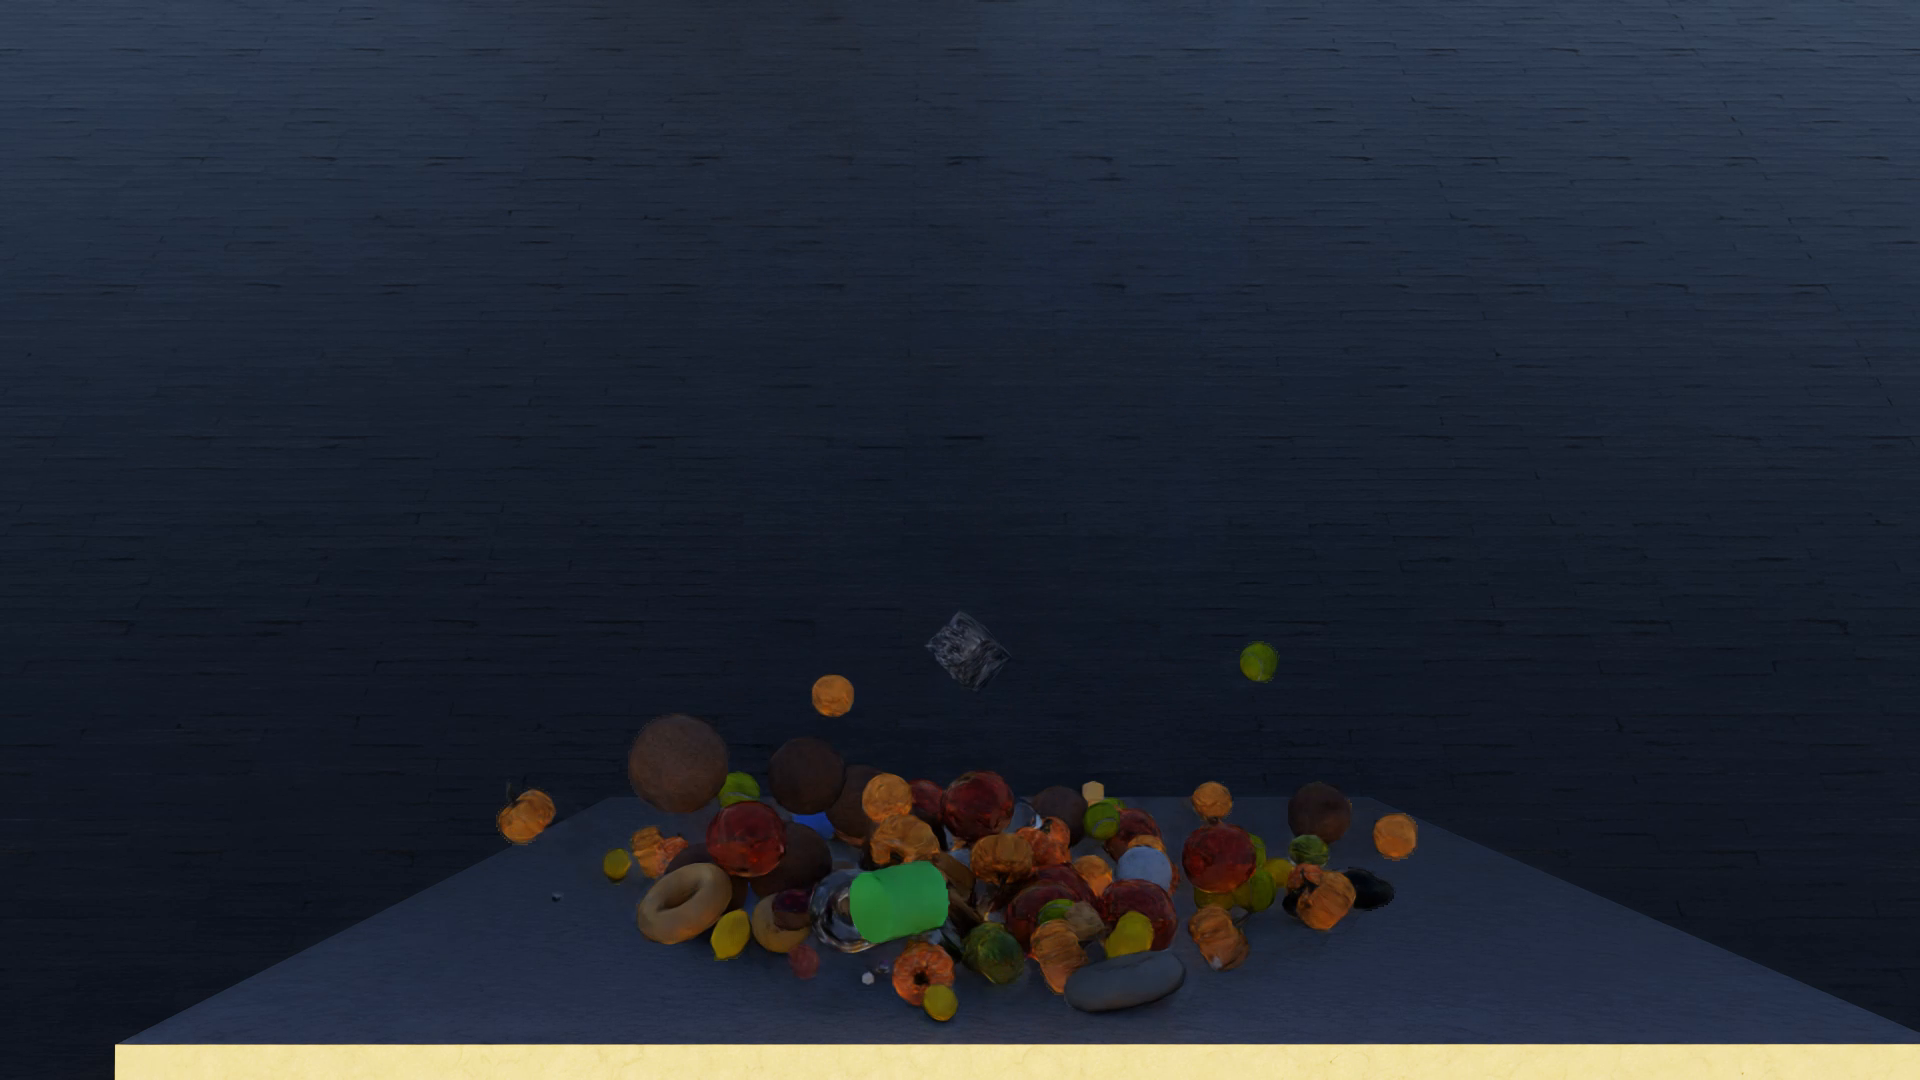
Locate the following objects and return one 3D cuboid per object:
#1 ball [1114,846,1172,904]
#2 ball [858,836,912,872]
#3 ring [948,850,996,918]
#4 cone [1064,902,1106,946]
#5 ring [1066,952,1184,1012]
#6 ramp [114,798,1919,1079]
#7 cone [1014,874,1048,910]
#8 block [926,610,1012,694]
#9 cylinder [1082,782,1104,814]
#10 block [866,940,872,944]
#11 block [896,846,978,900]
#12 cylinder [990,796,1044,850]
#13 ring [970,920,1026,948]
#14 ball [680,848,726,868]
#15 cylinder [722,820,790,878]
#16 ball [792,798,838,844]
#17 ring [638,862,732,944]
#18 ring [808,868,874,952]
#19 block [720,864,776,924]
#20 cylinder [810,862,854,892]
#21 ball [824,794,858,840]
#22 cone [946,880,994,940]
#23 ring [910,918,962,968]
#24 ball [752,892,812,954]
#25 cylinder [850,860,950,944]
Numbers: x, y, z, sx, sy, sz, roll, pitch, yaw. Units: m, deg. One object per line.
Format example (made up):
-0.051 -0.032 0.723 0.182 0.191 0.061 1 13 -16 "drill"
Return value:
0.261 0.477 3.698 0.082 0.082 0.082 0 35 0 "ball"
-0.121 0.541 4.330 0.096 0.096 0.096 0 35 0 "ball"
-0.006 0.523 3.878 0.131 0.044 0.131 -15 53 21 "ring"
0.169 0.487 3.278 0.056 0.056 0.056 -24 11 -30 "cone"
0.197 0.528 3.107 0.146 0.049 0.146 -12 -2 0 "ring"
0.077 0.664 4.834 2.000 0.100 4.000 0 -2 0 "ramp"
0.126 0.564 4.125 0.058 0.058 0.058 -18 10 -24 "cone"
0.014 0.179 4.168 0.082 0.082 0.082 -46 52 5 "block"
0.301 0.583 5.868 0.052 0.052 0.052 1 43 2 "cylinder"
-0.104 0.493 3.467 0.066 0.066 0.066 -22 -1 -2 "block"
-0.043 0.495 3.696 0.082 0.082 0.082 -15 44 51 "block"
0.110 0.546 5.011 0.085 0.085 0.085 -5 69 13 "cylinder"
0.048 0.558 3.686 0.090 0.030 0.090 11 -6 1 "ring"
-0.429 0.557 4.356 0.083 0.083 0.083 0 35 0 "ball"
-0.332 0.507 4.209 0.077 0.077 0.077 -30 40 29 "cylinder"
-0.300 0.583 5.391 0.097 0.097 0.097 0 35 0 "ball"
-0.400 0.527 3.768 0.150 0.050 0.150 -22 26 12 "ring"
-0.143 0.486 3.413 0.111 0.111 0.037 -5 0 -7 "ring"
-0.327 0.546 4.013 0.084 0.084 0.084 0 -2 -2 "block"
-0.191 0.532 3.957 0.068 0.068 0.068 -5 10 1 "cylinder"
-0.266 0.586 5.500 0.096 0.096 0.096 0 35 0 "ball"
-0.019 0.510 3.409 0.090 0.090 0.090 -41 46 -7 "cone"
-0.036 0.500 3.334 0.037 0.112 0.112 -35 36 9 "ring"
-0.249 0.534 3.623 0.084 0.084 0.084 0 35 0 "ball"
-0.073 0.435 3.126 0.086 0.086 0.086 -7 32 -38 "cylinder"
